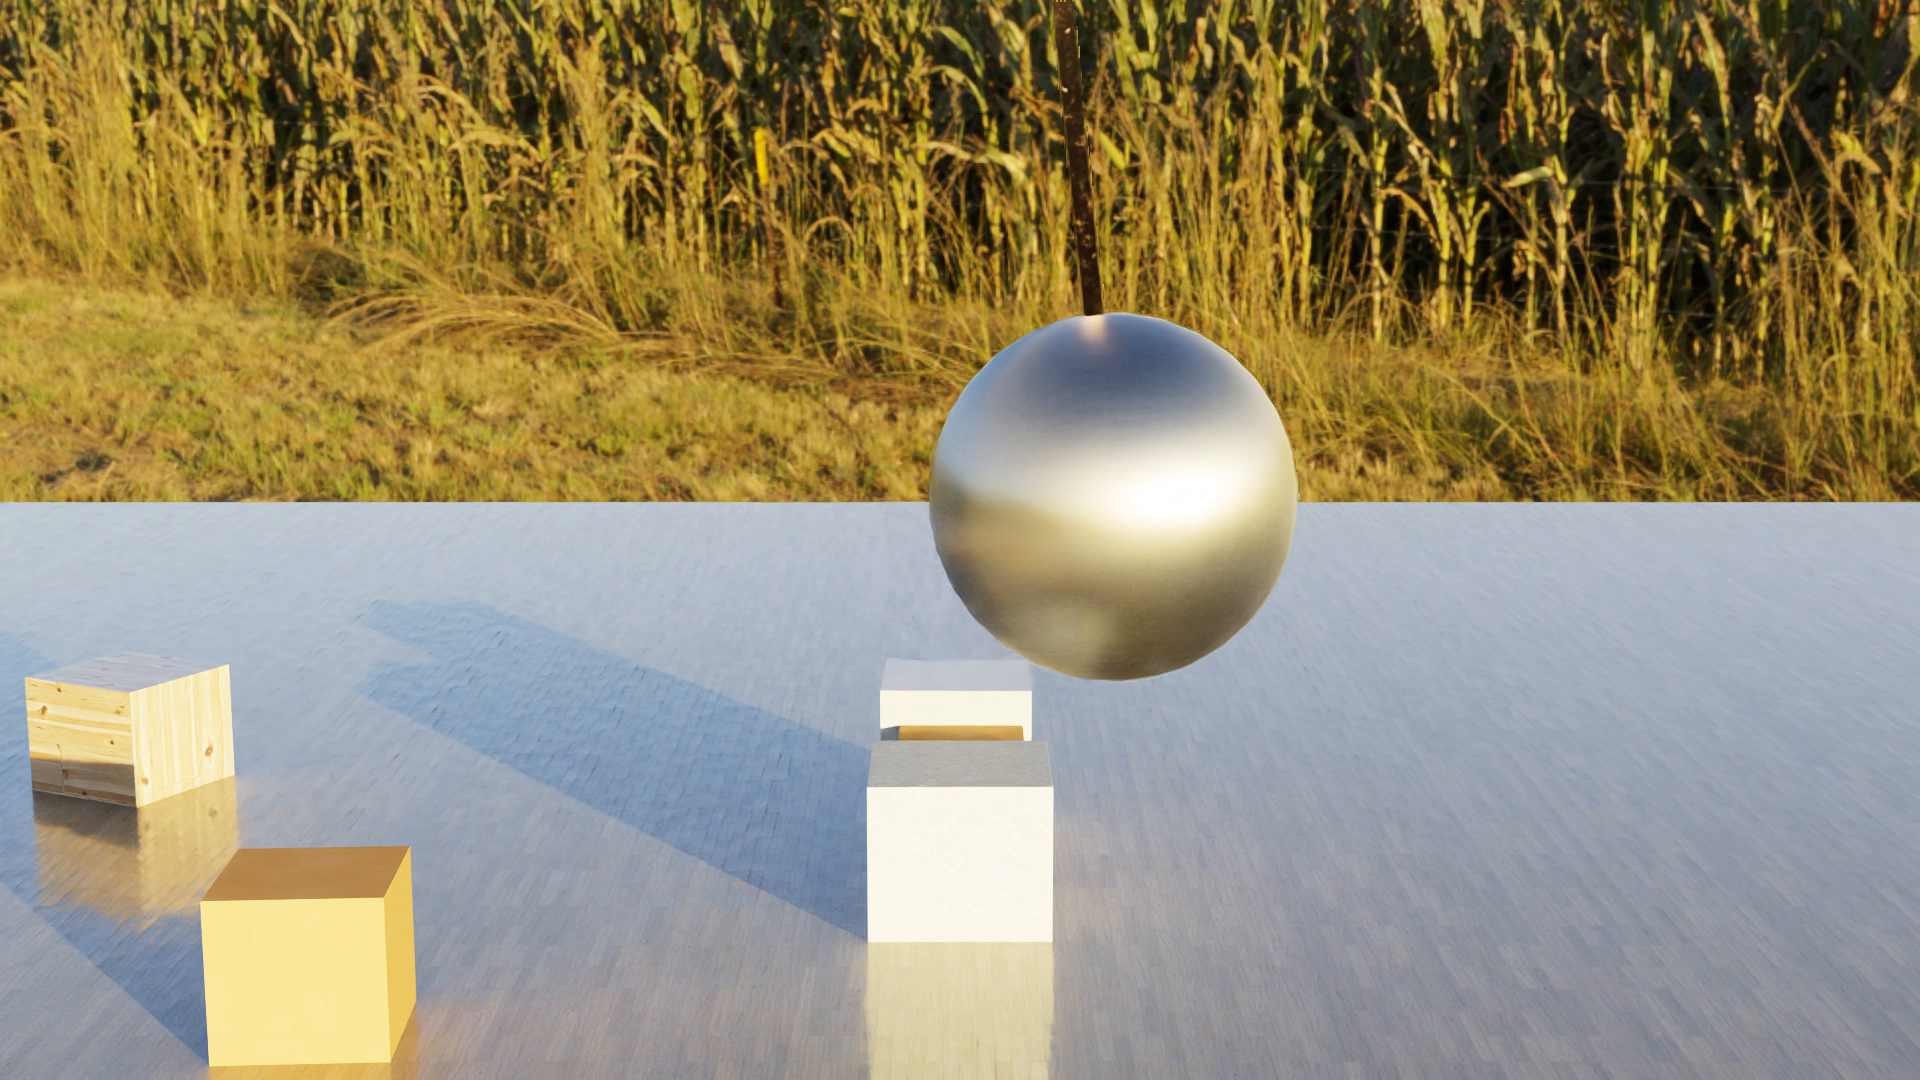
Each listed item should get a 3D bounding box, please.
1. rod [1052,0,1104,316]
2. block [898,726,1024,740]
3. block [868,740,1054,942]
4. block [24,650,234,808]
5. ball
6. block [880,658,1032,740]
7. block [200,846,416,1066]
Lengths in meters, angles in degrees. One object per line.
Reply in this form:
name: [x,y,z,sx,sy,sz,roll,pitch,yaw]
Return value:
rod: [0.287,-3.511,10.542,0.080,5.200,0.080,-6,10,1]
block: [0.006,1.176,11.443,0.557,0.591,0.499,0,10,0]
block: [-0.001,1.258,10.817,0.754,0.655,0.743,0,10,0]
block: [-4.145,0.934,12.831,0.693,0.572,0.675,5,12,27]
ball: [0.661,-0.187,11.146,1.600,1.600,1.600,0,10,0]
block: [-0.014,0.994,12.001,0.684,0.750,0.647,0,10,1]
block: [-2.389,1.523,9.466,0.642,0.616,0.627,-1,10,-3]
